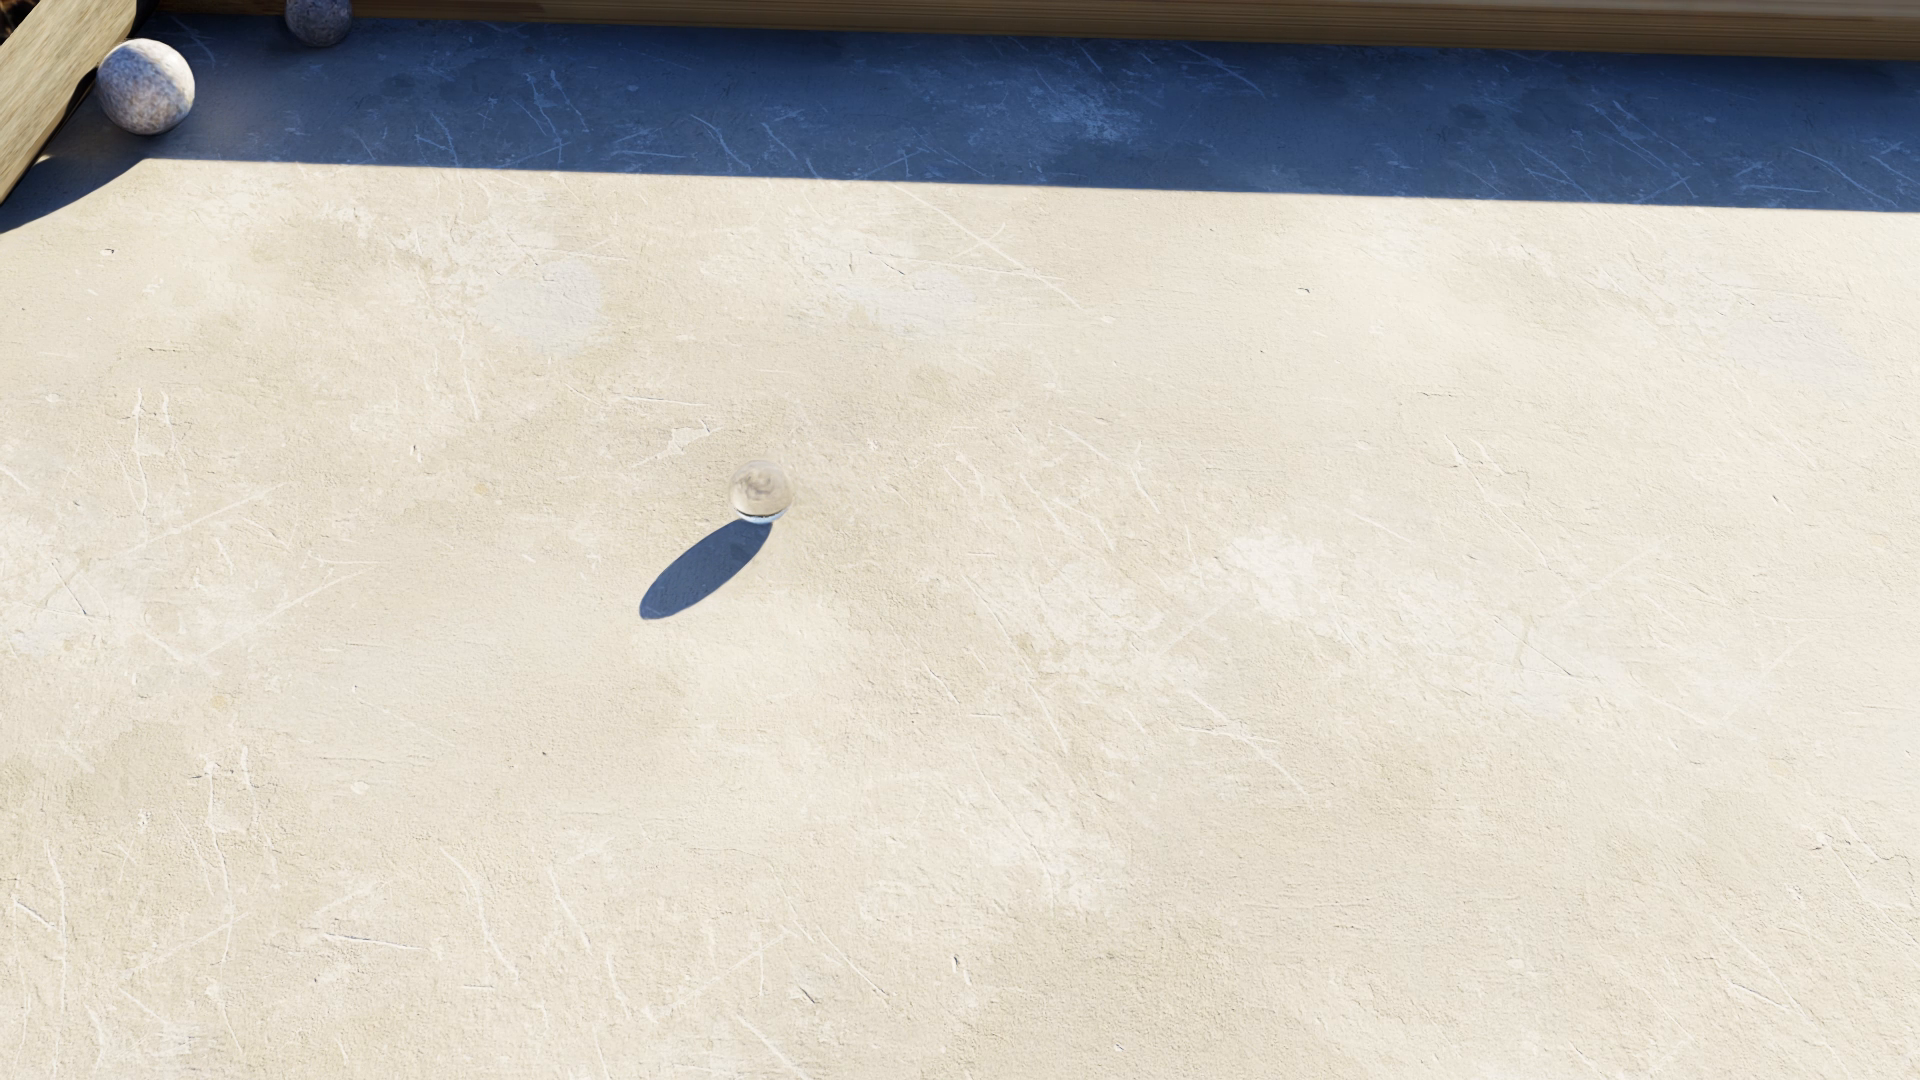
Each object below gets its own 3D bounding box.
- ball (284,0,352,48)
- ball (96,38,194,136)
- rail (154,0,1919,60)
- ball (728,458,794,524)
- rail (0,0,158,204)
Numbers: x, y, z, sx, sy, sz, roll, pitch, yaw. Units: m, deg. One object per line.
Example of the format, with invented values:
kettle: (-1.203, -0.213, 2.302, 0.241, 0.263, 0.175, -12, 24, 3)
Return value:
ball: (-0.619, -0.507, 2.474, 0.063, 0.063, 0.063, 0, 36, 0)
ball: (-0.736, -0.409, 2.317, 0.086, 0.086, 0.086, 0, 36, 0)
rail: (0.923, -0.496, 2.410, 3.468, 0.117, 0.045, 2, 36, 3)
ball: (-0.142, -0.034, 1.825, 0.047, 0.047, 0.047, 0, 36, 0)
rail: (-0.842, -0.053, 1.789, 0.045, 0.117, 1.803, 2, 36, 3)
